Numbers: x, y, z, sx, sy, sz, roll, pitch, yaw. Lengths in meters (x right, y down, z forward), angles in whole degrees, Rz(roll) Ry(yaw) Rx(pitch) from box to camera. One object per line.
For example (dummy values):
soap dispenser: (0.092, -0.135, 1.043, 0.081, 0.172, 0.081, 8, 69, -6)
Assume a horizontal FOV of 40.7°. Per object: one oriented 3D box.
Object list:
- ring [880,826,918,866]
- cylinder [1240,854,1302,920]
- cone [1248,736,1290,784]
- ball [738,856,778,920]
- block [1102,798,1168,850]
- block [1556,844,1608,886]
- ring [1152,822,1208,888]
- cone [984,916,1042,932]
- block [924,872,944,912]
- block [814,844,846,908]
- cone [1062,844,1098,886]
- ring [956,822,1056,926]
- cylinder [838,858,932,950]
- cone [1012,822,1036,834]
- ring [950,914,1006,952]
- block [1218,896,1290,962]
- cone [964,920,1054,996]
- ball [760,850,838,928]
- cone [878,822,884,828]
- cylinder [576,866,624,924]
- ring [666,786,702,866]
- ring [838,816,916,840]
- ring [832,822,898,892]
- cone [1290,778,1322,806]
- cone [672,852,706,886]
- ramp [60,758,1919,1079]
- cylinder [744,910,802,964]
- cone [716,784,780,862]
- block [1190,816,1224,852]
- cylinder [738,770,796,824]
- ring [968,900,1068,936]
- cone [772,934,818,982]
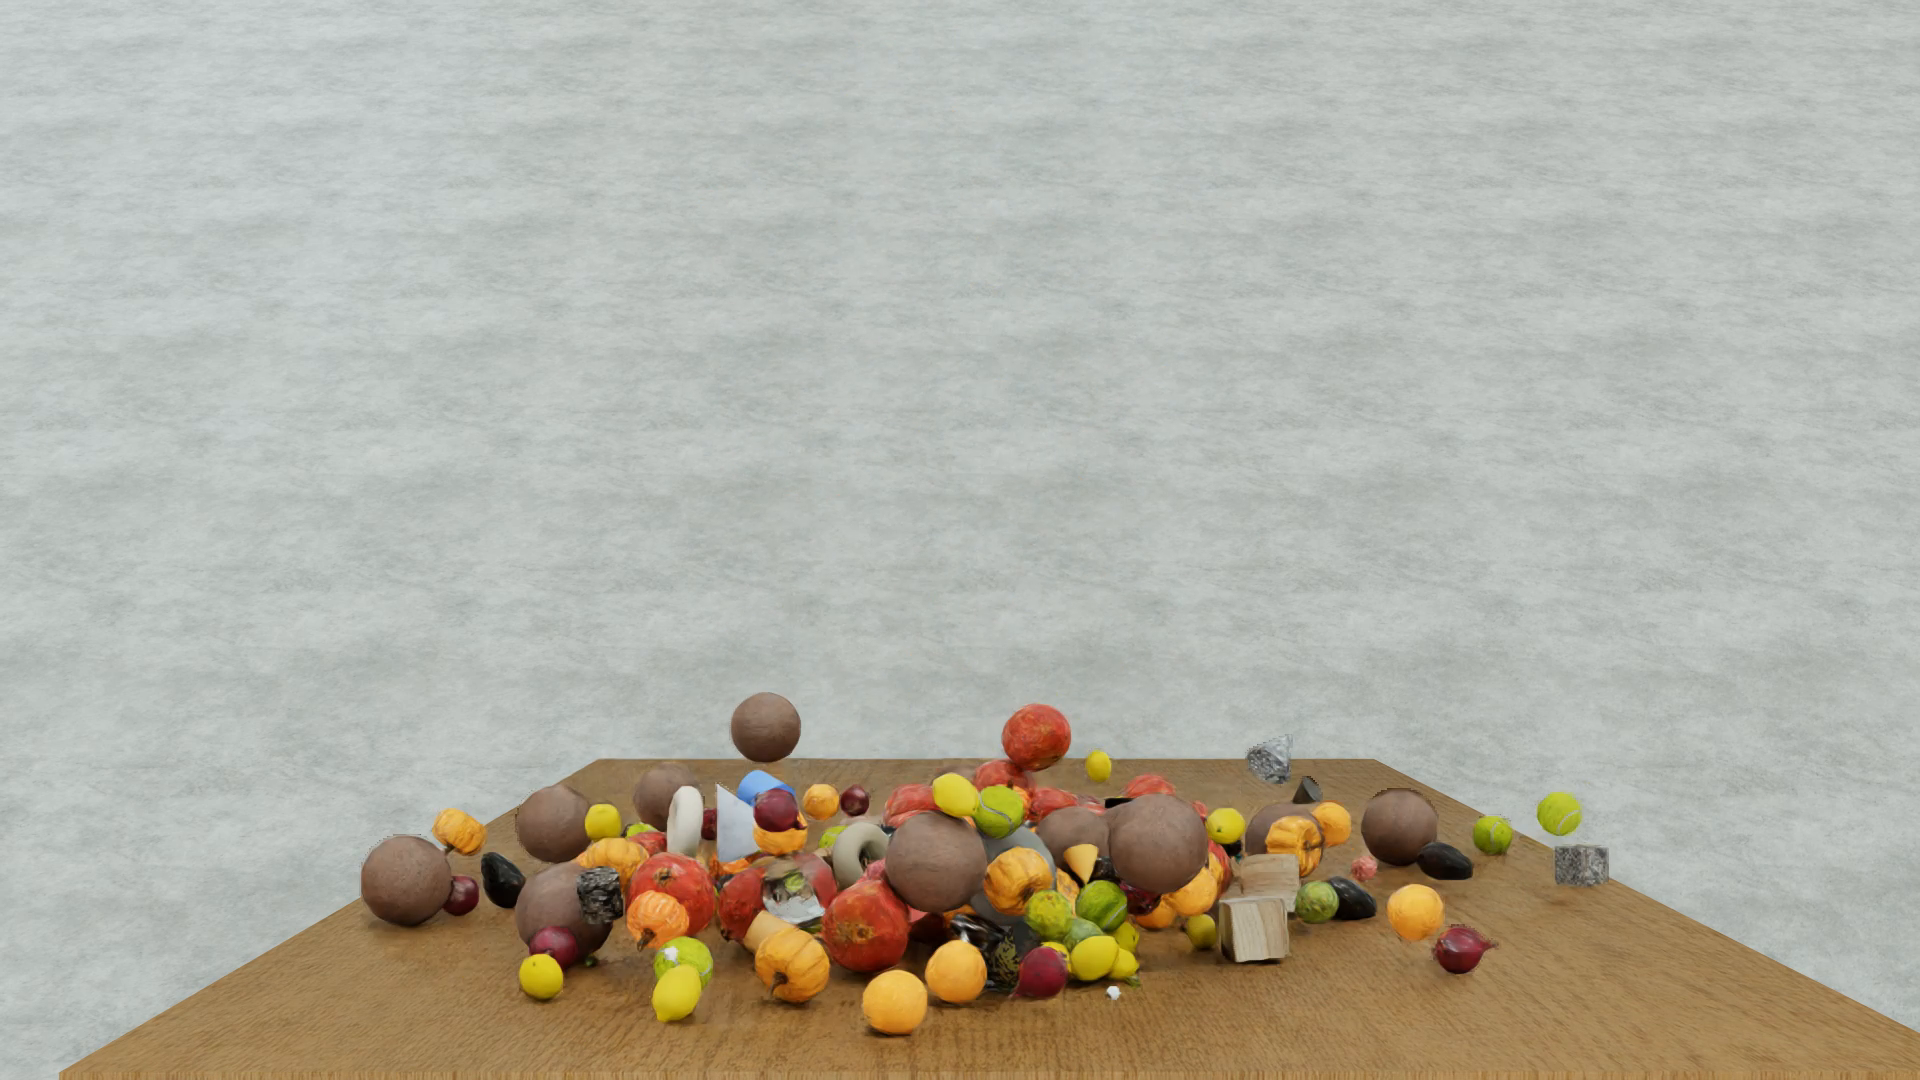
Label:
ring: (-0.115, 0.492, 3.886, 0.127, 0.127, 0.042, -25, 29, -36)
cylinder: (0.447, 0.500, 3.716, 0.084, 0.084, 0.084, -1, 72, -1)
cone: (0.424, 0.280, 3.435, 0.061, 0.061, 0.061, 20, 50, 30)
ball: (-0.271, 0.504, 3.728, 0.098, 0.098, 0.098, 0, 31, 0)
block: (0.312, 0.506, 4.612, 0.081, 0.081, 0.081, 14, -14, -38)
block: (1.003, 0.526, 4.179, 0.058, 0.058, 0.058, 0, 0, -32)
ring: (0.310, 0.443, 3.640, 0.031, 0.094, 0.094, -5, 26, -46)
cone: (0.081, 0.533, 3.622, 0.085, 0.085, 0.085, -4, 61, 8)
block: (-0.067, 0.522, 3.864, 0.056, 0.056, 0.056, 0, -9, 44)
block: (-0.195, 0.496, 3.806, 0.076, 0.076, 0.076, -21, 3, 22)
cone: (0.183, 0.490, 3.840, 0.056, 0.056, 0.056, -4, 55, -7)
ring: (0.062, 0.442, 3.434, 0.146, 0.049, 0.146, 14, 58, -23)
cylinder: (-0.099, 0.479, 3.409, 0.093, 0.093, 0.093, 16, 52, -21)
cone: (0.101, 0.536, 4.414, 0.088, 0.088, 0.088, -6, 12, -10)
ring: (0.025, 0.512, 3.371, 0.082, 0.027, 0.082, 22, 3, -1)
block: (0.386, 0.510, 3.403, 0.074, 0.074, 0.074, -5, -2, -8)
cone: (0.046, 0.525, 3.142, 0.098, 0.098, 0.098, -25, 25, 18)
ball: (-0.211, 0.456, 3.385, 0.100, 0.100, 0.100, 0, 31, 0)
cone: (-0.138, 0.521, 4.487, 0.070, 0.070, 0.070, 0, 0, 0)
cylinder: (-0.460, 0.454, 3.308, 0.054, 0.054, 0.054, -5, 20, 2)
ring: (-0.410, 0.425, 3.852, 0.039, 0.118, 0.118, 7, 29, -14)
ring: (-0.151, 0.532, 4.748, 0.144, 0.048, 0.144, 1, -4, 0)
ring: (-0.136, 0.467, 3.740, 0.040, 0.120, 0.120, -21, 14, 40)
cone: (0.693, 0.525, 5.271, 0.061, 0.061, 0.061, -38, 22, 22)
cone: (-0.437, 0.520, 4.141, 0.056, 0.056, 0.056, 0, 73, 0)
ramp: (0.068, 0.607, 4.674, 2.000, 0.100, 4.000, 0, 0, 0)
cylinder: (-0.241, 0.514, 3.329, 0.055, 0.055, 0.055, 26, 37, 17)
cone: (-0.321, 0.385, 3.649, 0.100, 0.100, 0.100, -24, 17, 8)
block: (0.444, 0.529, 4.655, 0.056, 0.056, 0.056, 0, 0, 9)
cylinder: (-0.369, 0.490, 4.938, 0.080, 0.080, 0.080, -24, 32, -35)
ring: (0.081, 0.542, 3.662, 0.143, 0.048, 0.143, 5, 26, -3)
cone: (-0.192, 0.523, 3.169, 0.058, 0.058, 0.058, -12, 41, 11)
